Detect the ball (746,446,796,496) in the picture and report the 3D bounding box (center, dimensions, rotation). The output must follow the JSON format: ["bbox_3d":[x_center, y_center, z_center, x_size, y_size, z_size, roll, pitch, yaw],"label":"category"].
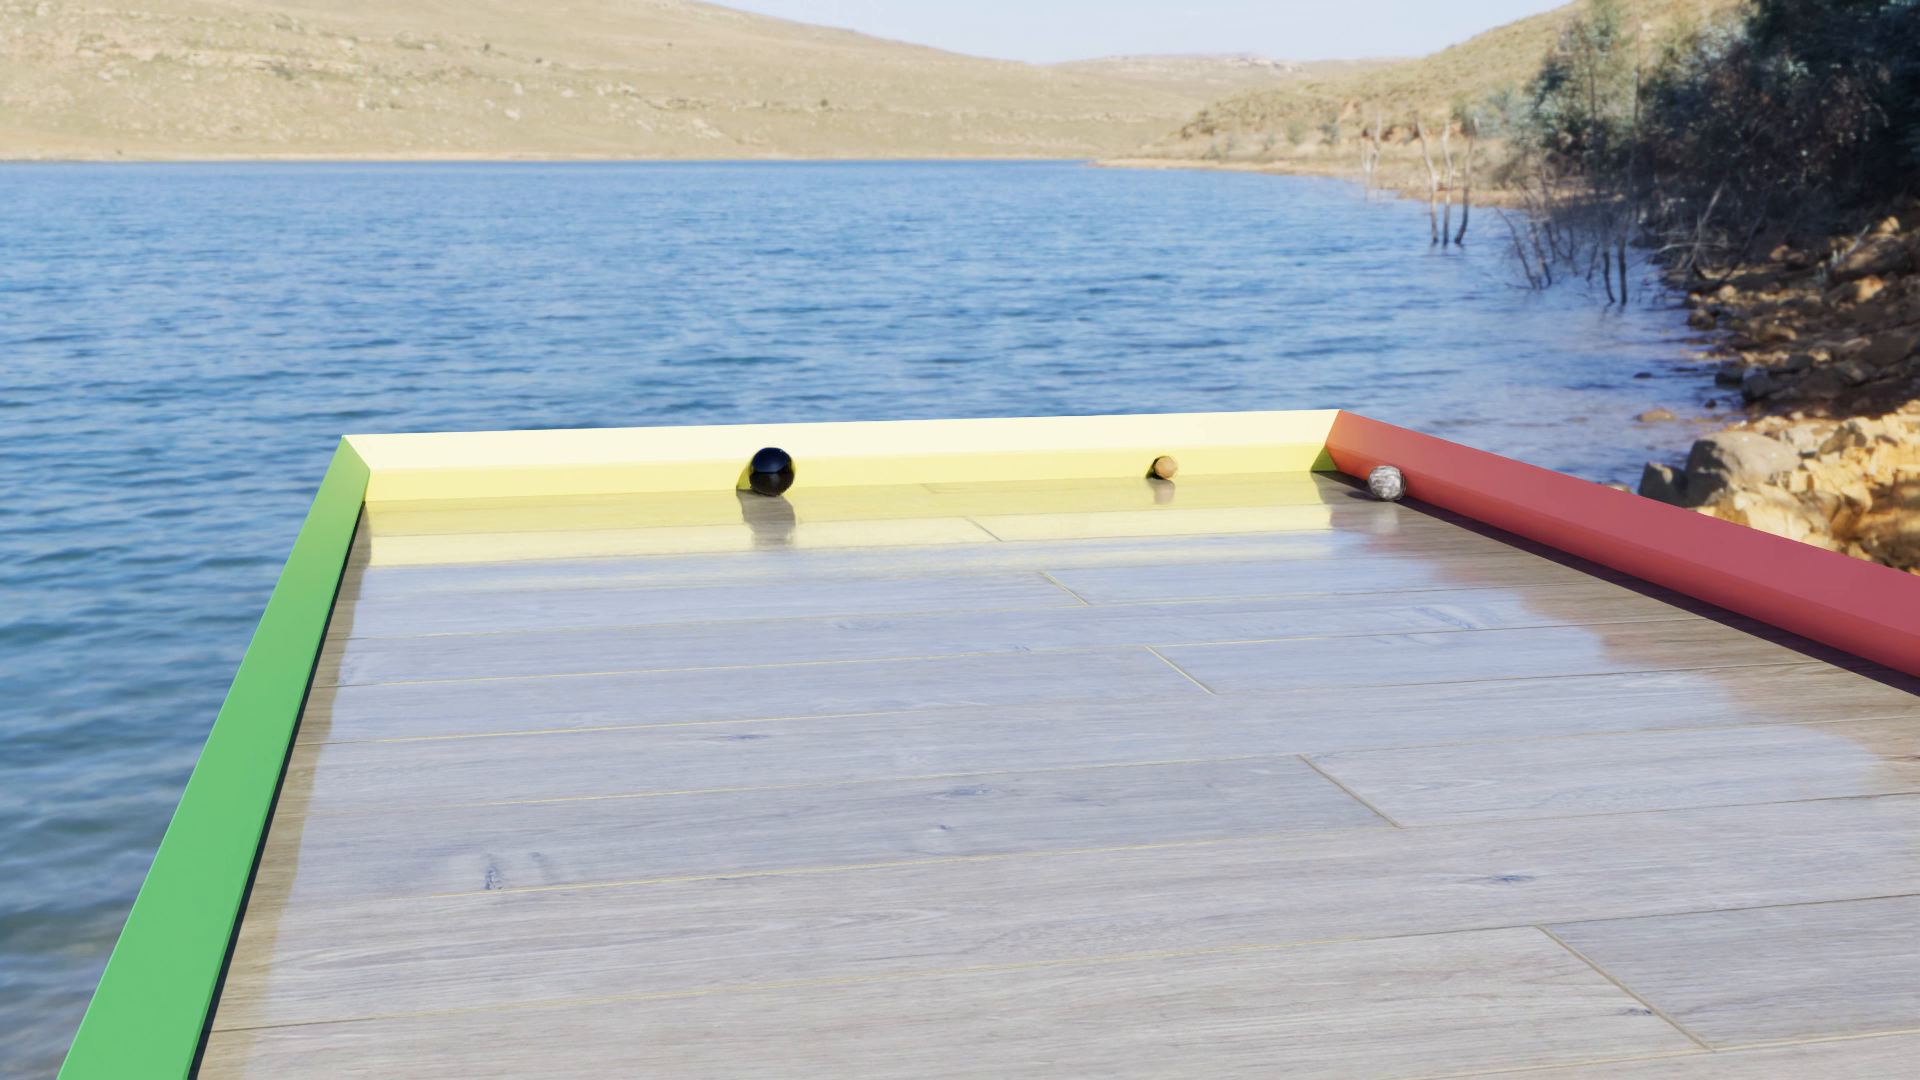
[{"bbox_3d":[-0.327,-0.120,3.820,0.087,0.087,0.087,0,10,0],"label":"ball"}]

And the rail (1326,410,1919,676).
[{"bbox_3d":[1.028,0.073,2.625,0.045,0.113,3.131,-2,10,-12],"label":"rail"}]

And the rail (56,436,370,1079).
[{"bbox_3d":[-0.690,0.138,2.250,0.045,0.113,3.131,-2,10,-12],"label":"rail"}]

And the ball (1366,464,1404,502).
[{"bbox_3d":[0.728,-0.097,3.762,0.062,0.062,0.062,0,10,0],"label":"ball"}]

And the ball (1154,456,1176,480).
[{"bbox_3d":[0.376,-0.132,4.023,0.041,0.041,0.041,0,10,0],"label":"ball"}]

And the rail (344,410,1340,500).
[{"bbox_3d":[-0.164,-0.151,3.921,1.806,0.113,0.045,-2,10,-12],"label":"rail"}]
